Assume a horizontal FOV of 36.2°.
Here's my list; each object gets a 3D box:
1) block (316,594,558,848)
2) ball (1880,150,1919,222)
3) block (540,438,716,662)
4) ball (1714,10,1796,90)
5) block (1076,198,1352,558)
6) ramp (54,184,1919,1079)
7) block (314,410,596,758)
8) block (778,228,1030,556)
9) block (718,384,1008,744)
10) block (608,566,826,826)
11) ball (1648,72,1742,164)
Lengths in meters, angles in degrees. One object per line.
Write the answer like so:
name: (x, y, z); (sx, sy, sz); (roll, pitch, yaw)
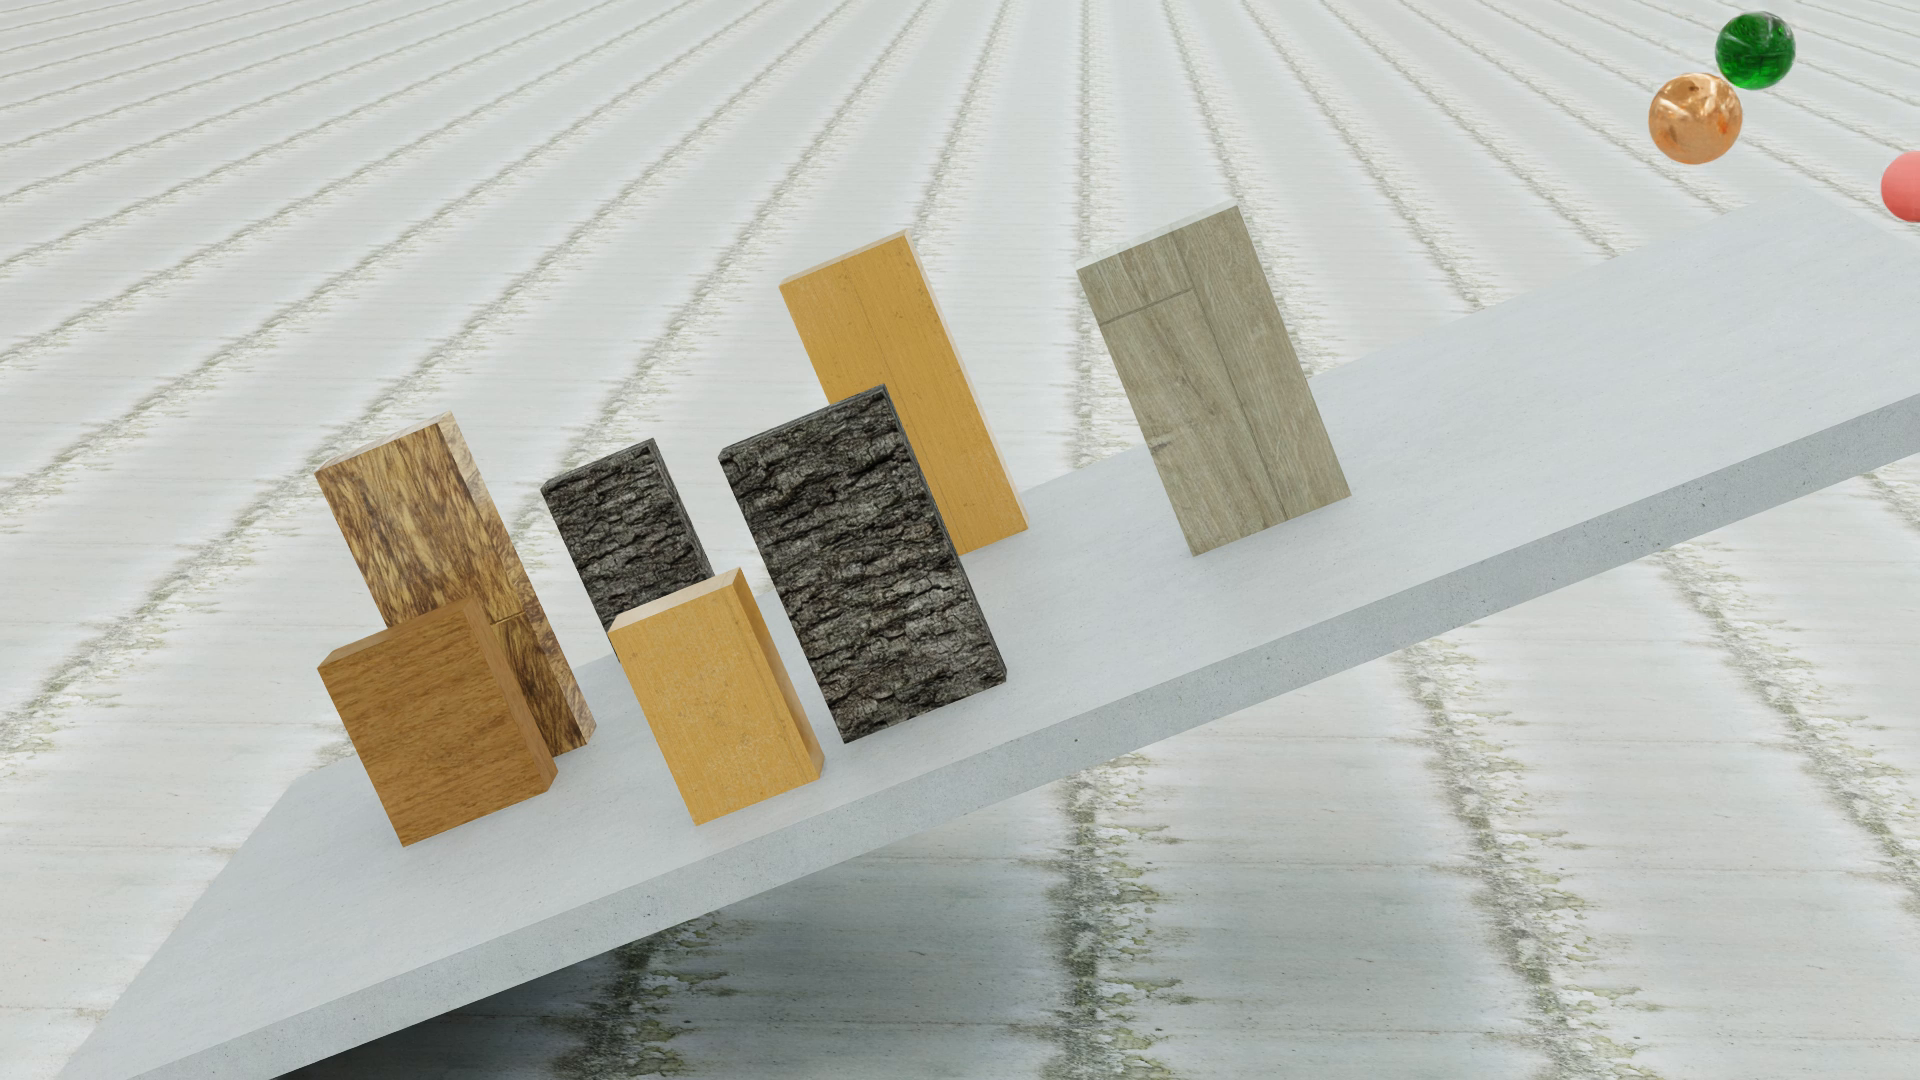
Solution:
block: (-1.127, 0.391, 6.368); (0.346, 0.436, 0.134); (-21, 12, 8)
ball: (1.940, -0.716, 5.951); (0.147, 0.147, 0.147); (0, 14, 0)
block: (-0.795, 0.026, 7.229); (0.288, 0.474, 0.100); (-21, 12, 8)
ball: (1.594, -0.981, 5.896); (0.159, 0.159, 0.159); (0, 14, 0)
block: (0.514, -0.328, 5.964); (0.345, 0.638, 0.113); (-21, 12, 8)
ramp: (0.126, 0.172, 6.288); (4.000, 0.100, 2.000); (-21, 12, 8)
block: (-1.124, 0.138, 6.589); (0.302, 0.795, 0.139); (-21, 12, 8)
block: (-0.126, -0.316, 6.831); (0.313, 0.742, 0.110); (-21, 12, 8)
block: (-0.185, 0.049, 5.681); (0.340, 0.617, 0.083); (-21, 12, 8)
block: (-0.461, 0.298, 5.607); (0.257, 0.413, 0.129); (-21, 12, 8)
ball: (1.535, -0.881, 6.142); (0.192, 0.192, 0.192); (0, 14, 0)
